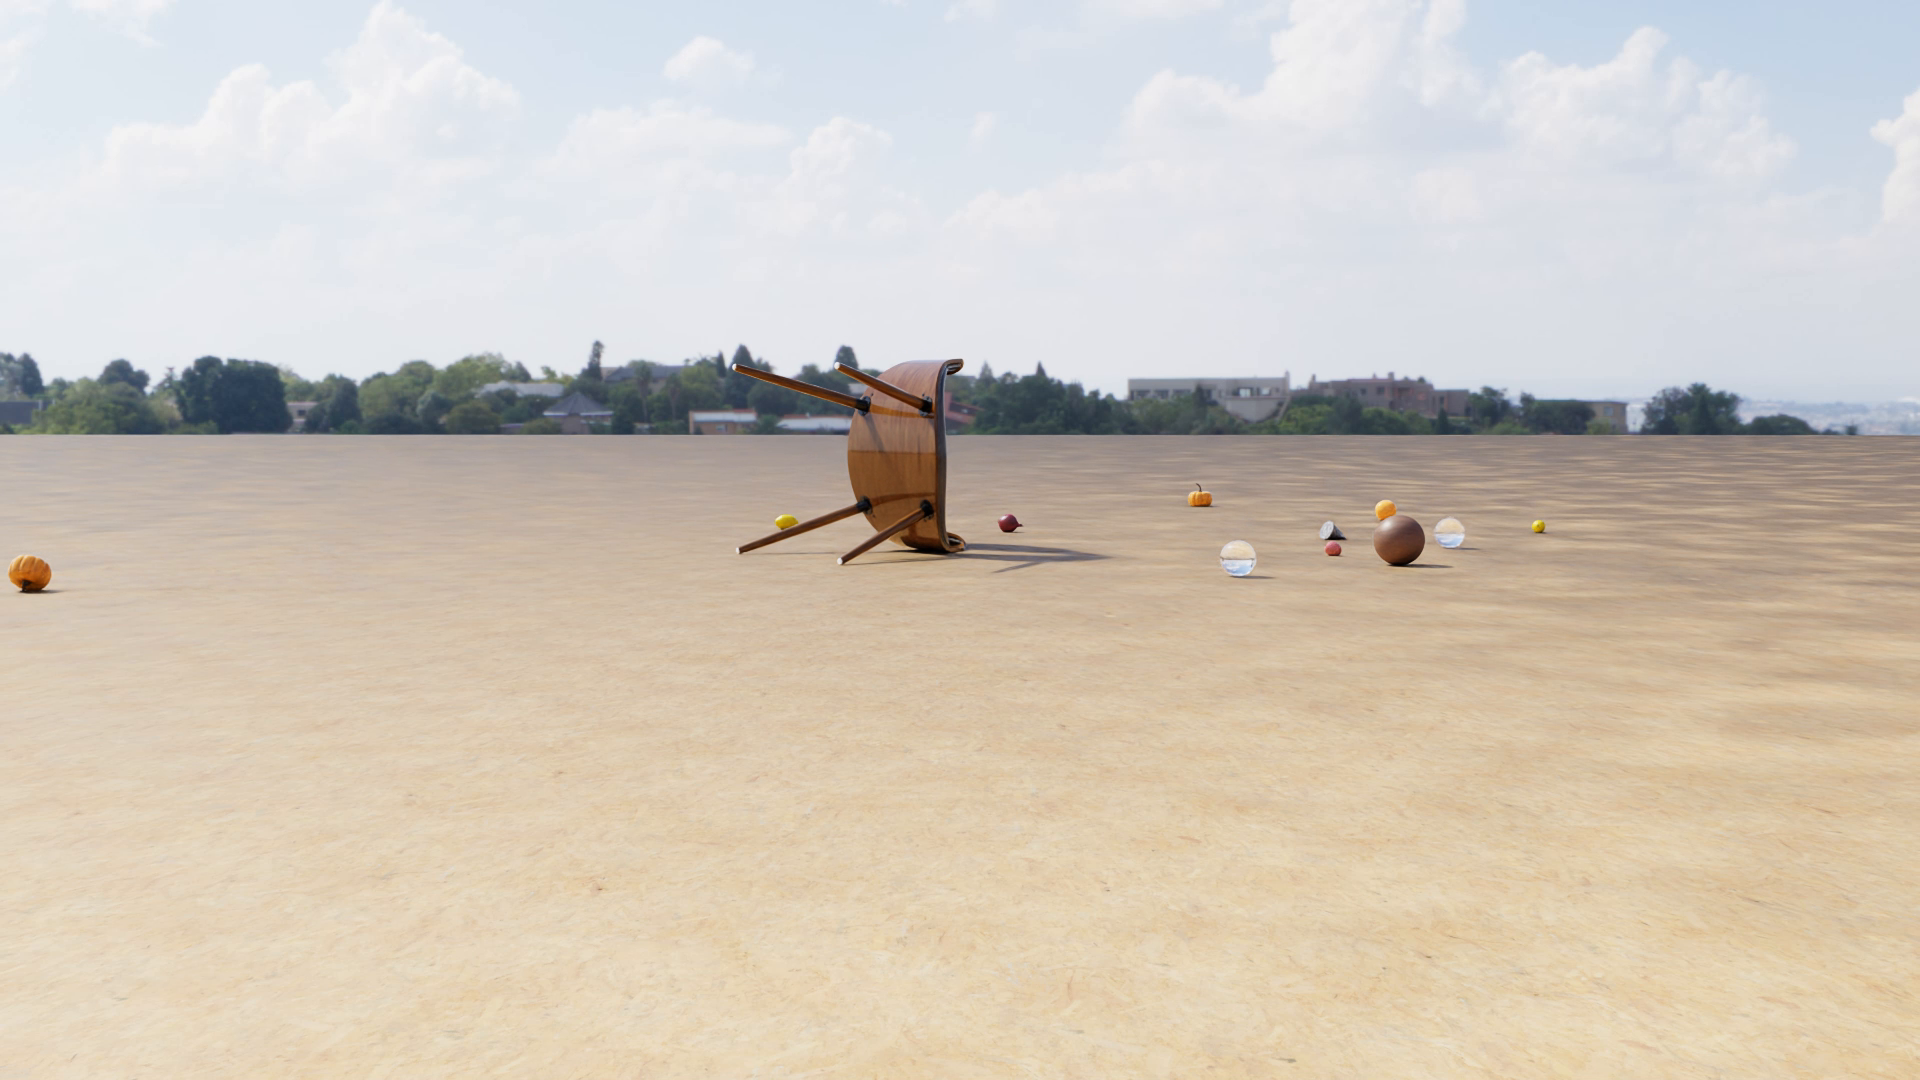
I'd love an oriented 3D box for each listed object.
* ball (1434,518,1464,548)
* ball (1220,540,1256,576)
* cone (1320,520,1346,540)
[{"bbox_3d":[1.383,-0.019,6.211,0.085,0.085,0.085,0,4,0],"label":"ball"},{"bbox_3d":[0.666,0.044,5.269,0.087,0.087,0.087,0,4,0],"label":"ball"},{"bbox_3d":[1.128,-0.016,6.584,0.069,0.059,0.108,25,-2,-10],"label":"cone"}]
